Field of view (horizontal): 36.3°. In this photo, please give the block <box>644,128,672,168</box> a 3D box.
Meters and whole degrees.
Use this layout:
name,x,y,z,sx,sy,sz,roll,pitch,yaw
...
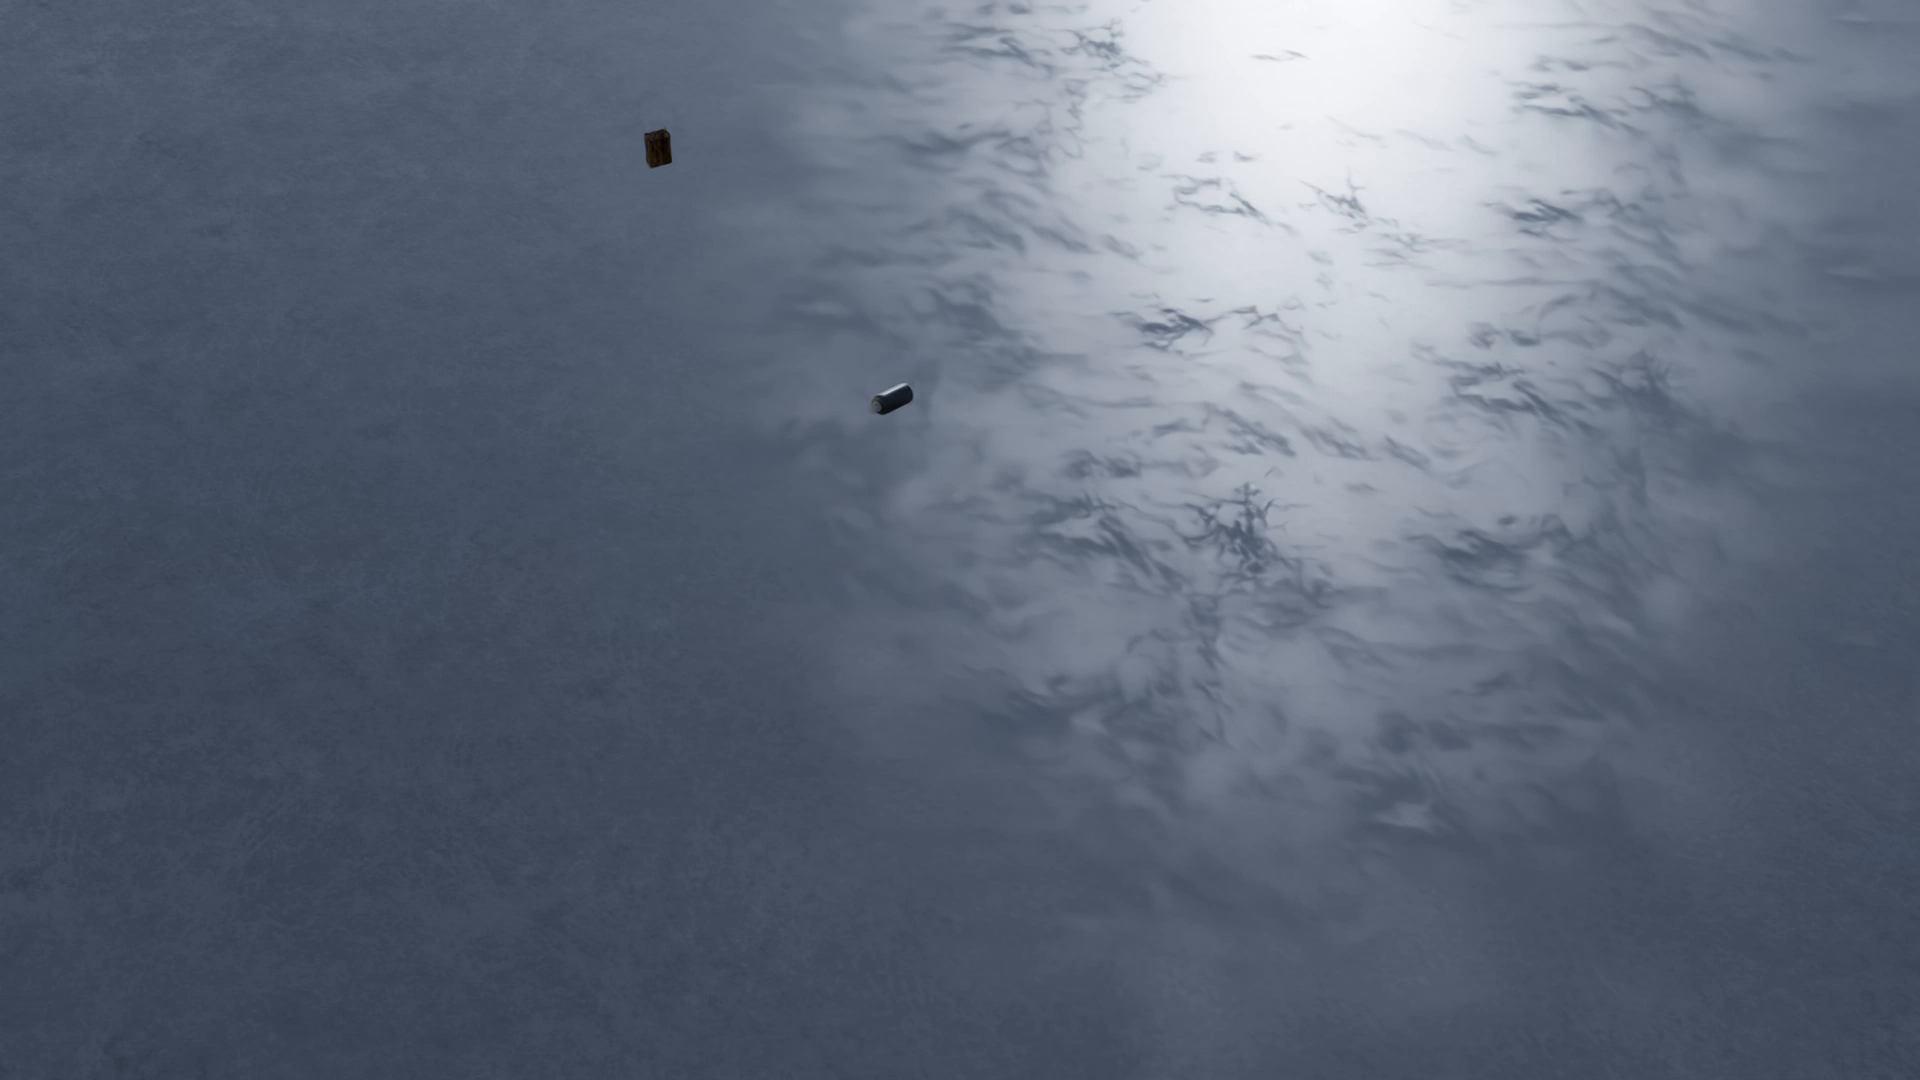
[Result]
name,x,y,z,sx,sy,sz,roll,pitch,yaw
block,-0.889,-1.154,8.639,0.066,0.102,0.038,-18,50,-18
